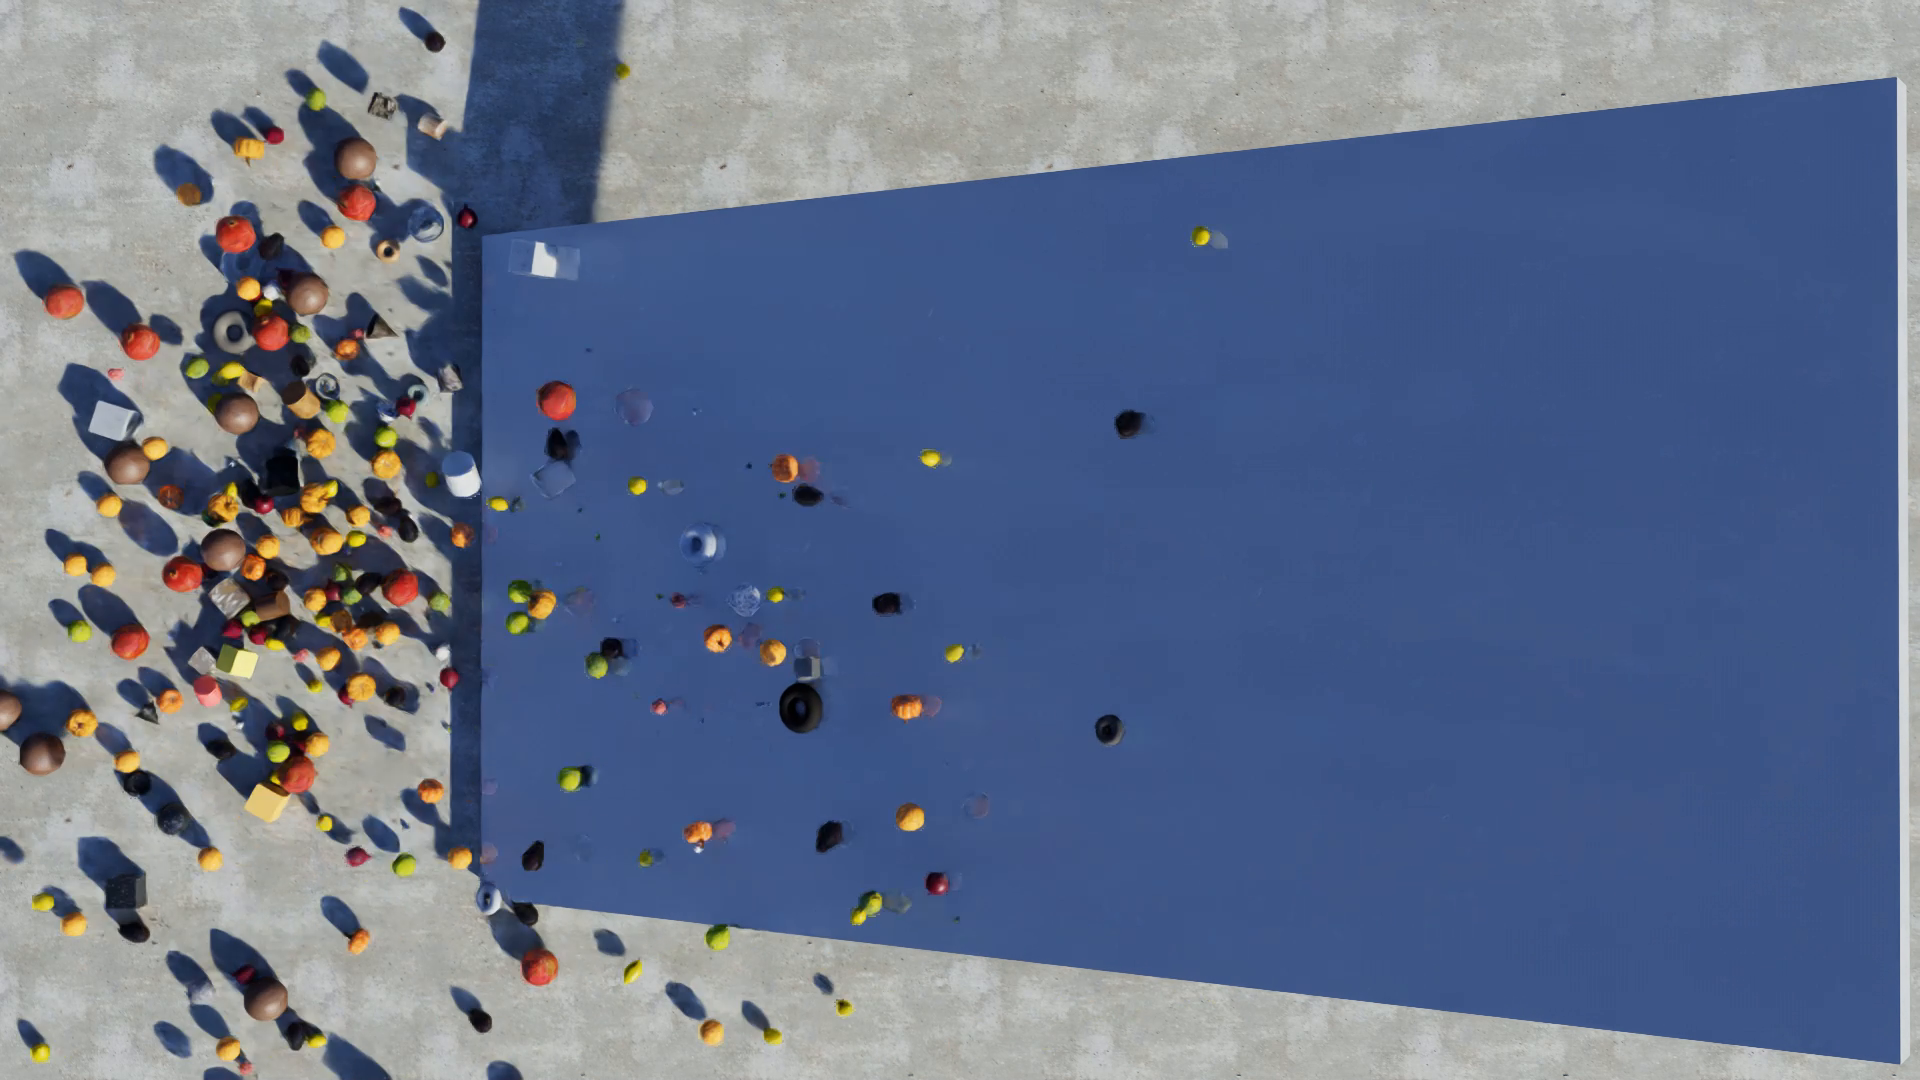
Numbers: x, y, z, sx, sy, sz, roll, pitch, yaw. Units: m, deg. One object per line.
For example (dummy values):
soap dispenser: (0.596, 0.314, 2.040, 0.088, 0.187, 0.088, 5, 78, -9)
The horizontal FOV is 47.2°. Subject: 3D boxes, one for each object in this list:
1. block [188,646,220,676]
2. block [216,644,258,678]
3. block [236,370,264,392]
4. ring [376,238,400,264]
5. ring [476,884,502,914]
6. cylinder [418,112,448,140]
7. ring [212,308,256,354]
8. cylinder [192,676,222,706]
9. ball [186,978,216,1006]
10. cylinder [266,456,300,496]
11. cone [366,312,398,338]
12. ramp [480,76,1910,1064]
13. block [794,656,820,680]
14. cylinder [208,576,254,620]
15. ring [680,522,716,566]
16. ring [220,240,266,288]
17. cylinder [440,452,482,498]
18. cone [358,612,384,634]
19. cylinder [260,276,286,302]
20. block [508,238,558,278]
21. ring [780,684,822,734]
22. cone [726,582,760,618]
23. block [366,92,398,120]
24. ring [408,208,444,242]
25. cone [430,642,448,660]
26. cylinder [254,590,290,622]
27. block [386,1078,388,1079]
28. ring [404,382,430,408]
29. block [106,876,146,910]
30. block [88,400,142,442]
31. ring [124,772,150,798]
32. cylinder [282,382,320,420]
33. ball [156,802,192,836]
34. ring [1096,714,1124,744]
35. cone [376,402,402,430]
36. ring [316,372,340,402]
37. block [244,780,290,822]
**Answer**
block: (-2.295, 0.367, 6.691, 0.065, 0.065, 0.065, 41, 90, 0)
block: (-2.192, 0.366, 6.669, 0.077, 0.077, 0.077, 17, 87, 35)
block: (-2.164, -0.485, 6.706, 0.051, 0.051, 0.051, 27, 90, 0)
ring: (-1.748, -0.884, 6.722, 0.077, 0.026, 0.077, 0, 89, 1)
ring: (-1.414, 1.076, 6.595, 0.094, 0.031, 0.094, -1, 89, 35)
cylinder: (-1.608, -1.263, 6.701, 0.065, 0.065, 0.065, 26, 90, 8)
ring: (-2.216, -0.636, 6.709, 0.139, 0.046, 0.139, 0, 92, 3)
cylinder: (-2.281, 0.458, 6.666, 0.069, 0.069, 0.069, 1, 55, -2)
ball: (-2.304, 1.371, 6.675, 0.081, 0.081, 0.081, 0, 90, 0)
cylinder: (-2.054, -0.194, 6.672, 0.092, 0.092, 0.092, -8, 73, 0)
cone: (-1.755, -0.638, 6.713, 0.086, 0.086, 0.086, 22, 89, -27)
ramp: (0.255, 0.070, 5.589, 4.000, 0.100, 2.000, 0, 89, 33)
block: (-0.411, 0.347, 5.918, 0.051, 0.051, 0.051, -12, 75, 20)
cylinder: (-2.215, 0.176, 6.678, 0.095, 0.095, 0.095, -40, 90, 0)
ring: (-0.733, 0.012, 6.153, 0.122, 0.041, 0.122, 0, 91, 34)
ring: (-2.187, -0.843, 6.710, 0.143, 0.048, 0.143, 0, 88, 4)
cylinder: (-1.457, -0.192, 6.424, 0.097, 0.097, 0.097, -1, 53, 2)
cone: (-1.789, 0.259, 6.679, 0.072, 0.072, 0.072, -2, 98, -15)
cylinder: (-2.095, -0.765, 6.706, 0.055, 0.055, 0.055, -40, 90, -1)
block: (-1.255, -0.829, 6.469, 0.095, 0.095, 0.095, 12, 96, 33)
ring: (-0.431, 0.455, 5.949, 0.136, 0.045, 0.136, 1, 91, 33)
cone: (-0.616, 0.165, 6.042, 0.096, 0.096, 0.096, 0, 89, 33)
block: (-1.739, -1.306, 6.624, 0.064, 0.064, 0.064, 24, 92, -26)
ring: (-1.629, -0.962, 6.711, 0.113, 0.038, 0.113, -1, 77, 4)
cone: (-1.595, 0.340, 6.688, 0.057, 0.057, 0.057, 1, 95, 17)
cylinder: (-2.088, 0.201, 6.680, 0.076, 0.076, 0.076, -16, 90, 13)
block: (-1.745, 1.710, 6.649, 0.093, 0.093, 0.093, 45, 107, -6)
ring: (-1.657, -0.445, 6.717, 0.080, 0.027, 0.080, 0, 91, 4)
block: (-2.530, 1.069, 6.672, 0.090, 0.090, 0.090, 0, 90, 1)
block: (-2.566, -0.360, 6.680, 0.100, 0.100, 0.100, 18, 90, 1)
ring: (-2.509, 0.745, 6.704, 0.079, 0.026, 0.079, 1, 83, -10)
cylinder: (-1.993, -0.422, 6.652, 0.084, 0.084, 0.084, -10, 57, 15)
ball: (-2.385, 0.847, 6.670, 0.099, 0.099, 0.099, 0, 90, 0)
ring: (0.369, 0.469, 5.437, 0.075, 0.025, 0.075, 0, 90, 32)
cone: (-1.753, -0.366, 6.712, 0.077, 0.077, 0.077, 25, 117, 0)
ring: (-1.905, -0.461, 6.628, 0.029, 0.087, 0.087, -10, 89, 31)
block: (-2.103, 0.793, 6.677, 0.087, 0.087, 0.087, 29, 90, 0)
